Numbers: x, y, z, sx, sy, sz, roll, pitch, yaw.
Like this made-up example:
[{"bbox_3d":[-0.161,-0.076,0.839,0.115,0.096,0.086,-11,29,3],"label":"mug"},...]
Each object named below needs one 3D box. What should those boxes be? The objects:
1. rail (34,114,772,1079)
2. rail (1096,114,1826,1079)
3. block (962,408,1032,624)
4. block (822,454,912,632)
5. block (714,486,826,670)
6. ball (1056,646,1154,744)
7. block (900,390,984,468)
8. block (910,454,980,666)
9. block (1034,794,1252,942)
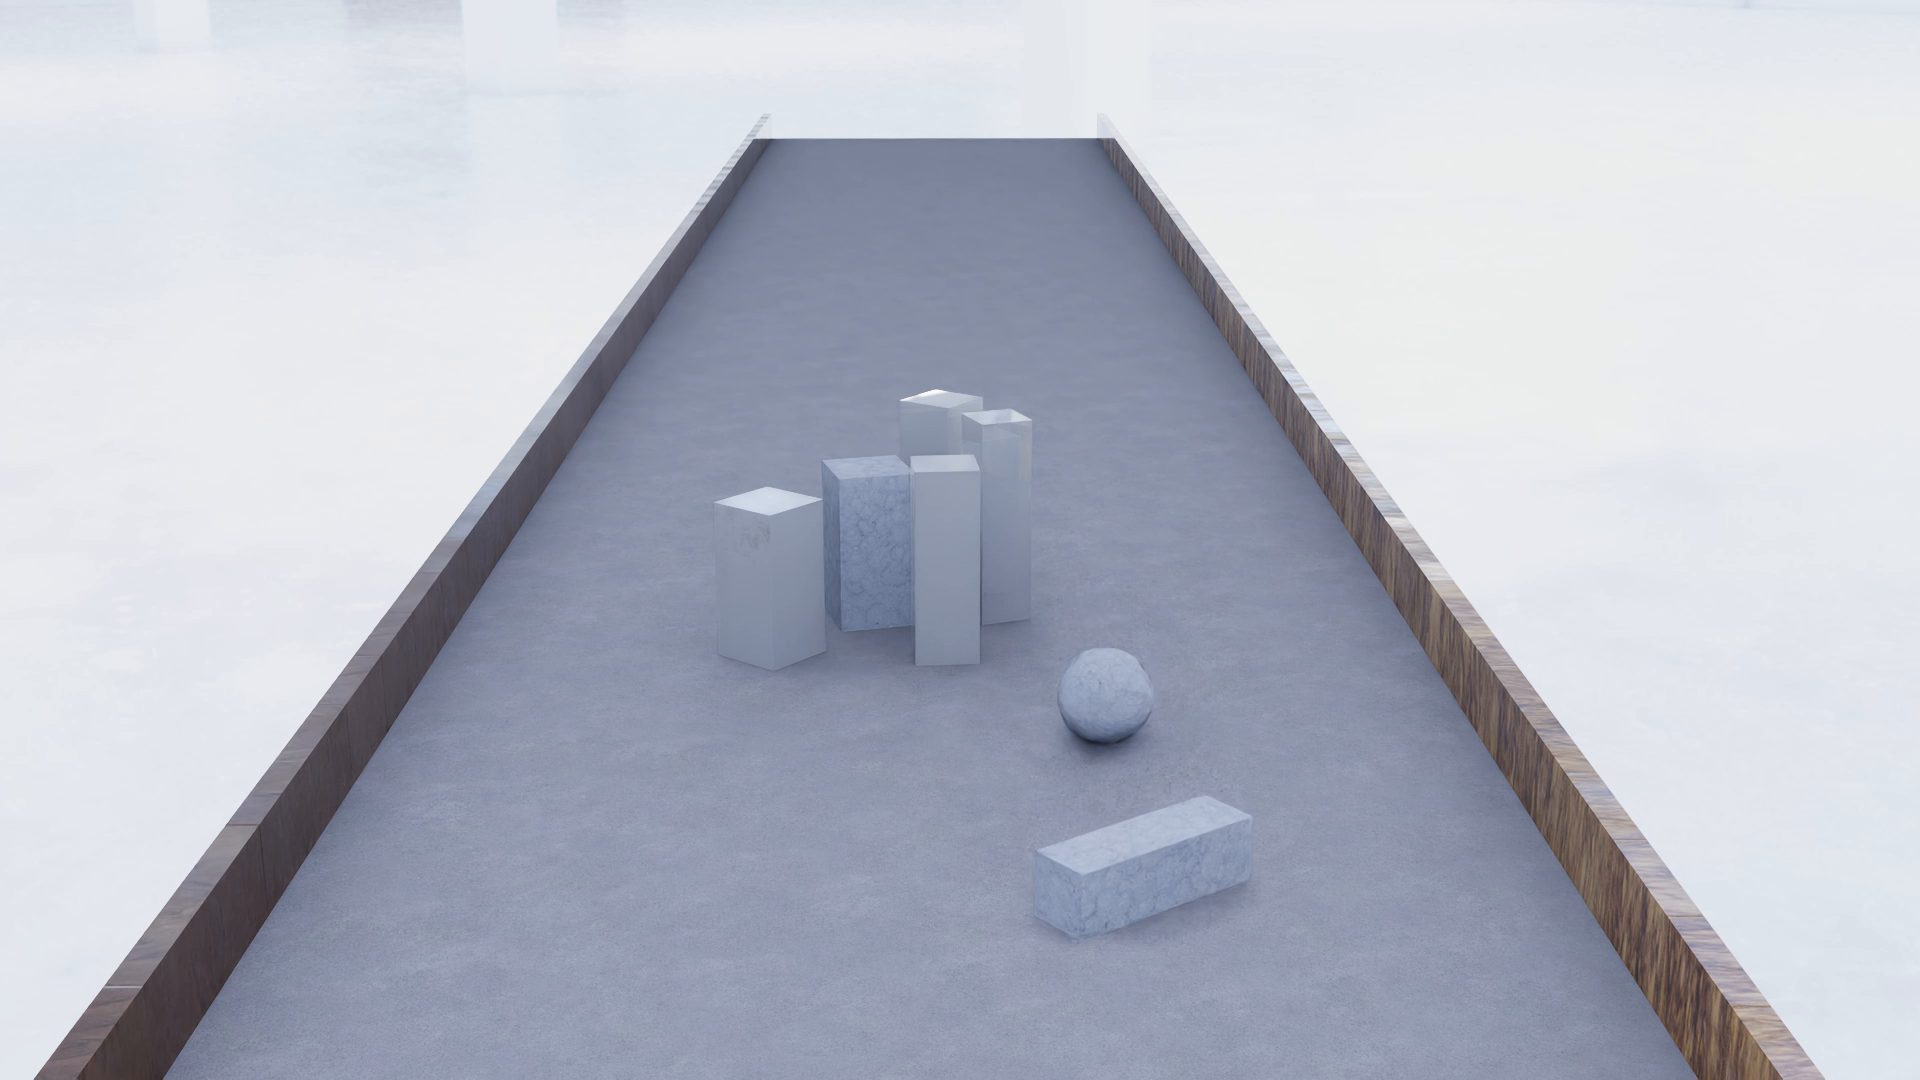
[{"bbox_3d":[-1.118,-0.838,7.780,0.050,0.150,12.000,0,17,-1],"label":"rail"},{"bbox_3d":[0.932,-0.844,7.801,0.050,0.150,12.000,0,17,-1],"label":"rail"},{"bbox_3d":[0.076,-0.049,4.633,0.112,0.433,0.112,-7,18,-21],"label":"block"},{"bbox_3d":[-0.192,0.005,4.631,0.161,0.329,0.161,-5,17,-15],"label":"block"},{"bbox_3d":[-0.381,0.075,4.413,0.153,0.320,0.153,13,21,37],"label":"block"},{"bbox_3d":[0.263,0.281,3.976,0.175,0.175,0.175,0,17,0],"label":"ball"},{"bbox_3d":[-0.041,-0.115,4.894,0.131,0.409,0.131,12,20,34],"label":"block"},{"bbox_3d":[-0.030,0.040,4.393,0.128,0.399,0.128,-1,17,-5],"label":"block"},{"bbox_3d":[0.283,0.498,3.365,0.347,0.107,0.107,-12,21,-36],"label":"block"}]
